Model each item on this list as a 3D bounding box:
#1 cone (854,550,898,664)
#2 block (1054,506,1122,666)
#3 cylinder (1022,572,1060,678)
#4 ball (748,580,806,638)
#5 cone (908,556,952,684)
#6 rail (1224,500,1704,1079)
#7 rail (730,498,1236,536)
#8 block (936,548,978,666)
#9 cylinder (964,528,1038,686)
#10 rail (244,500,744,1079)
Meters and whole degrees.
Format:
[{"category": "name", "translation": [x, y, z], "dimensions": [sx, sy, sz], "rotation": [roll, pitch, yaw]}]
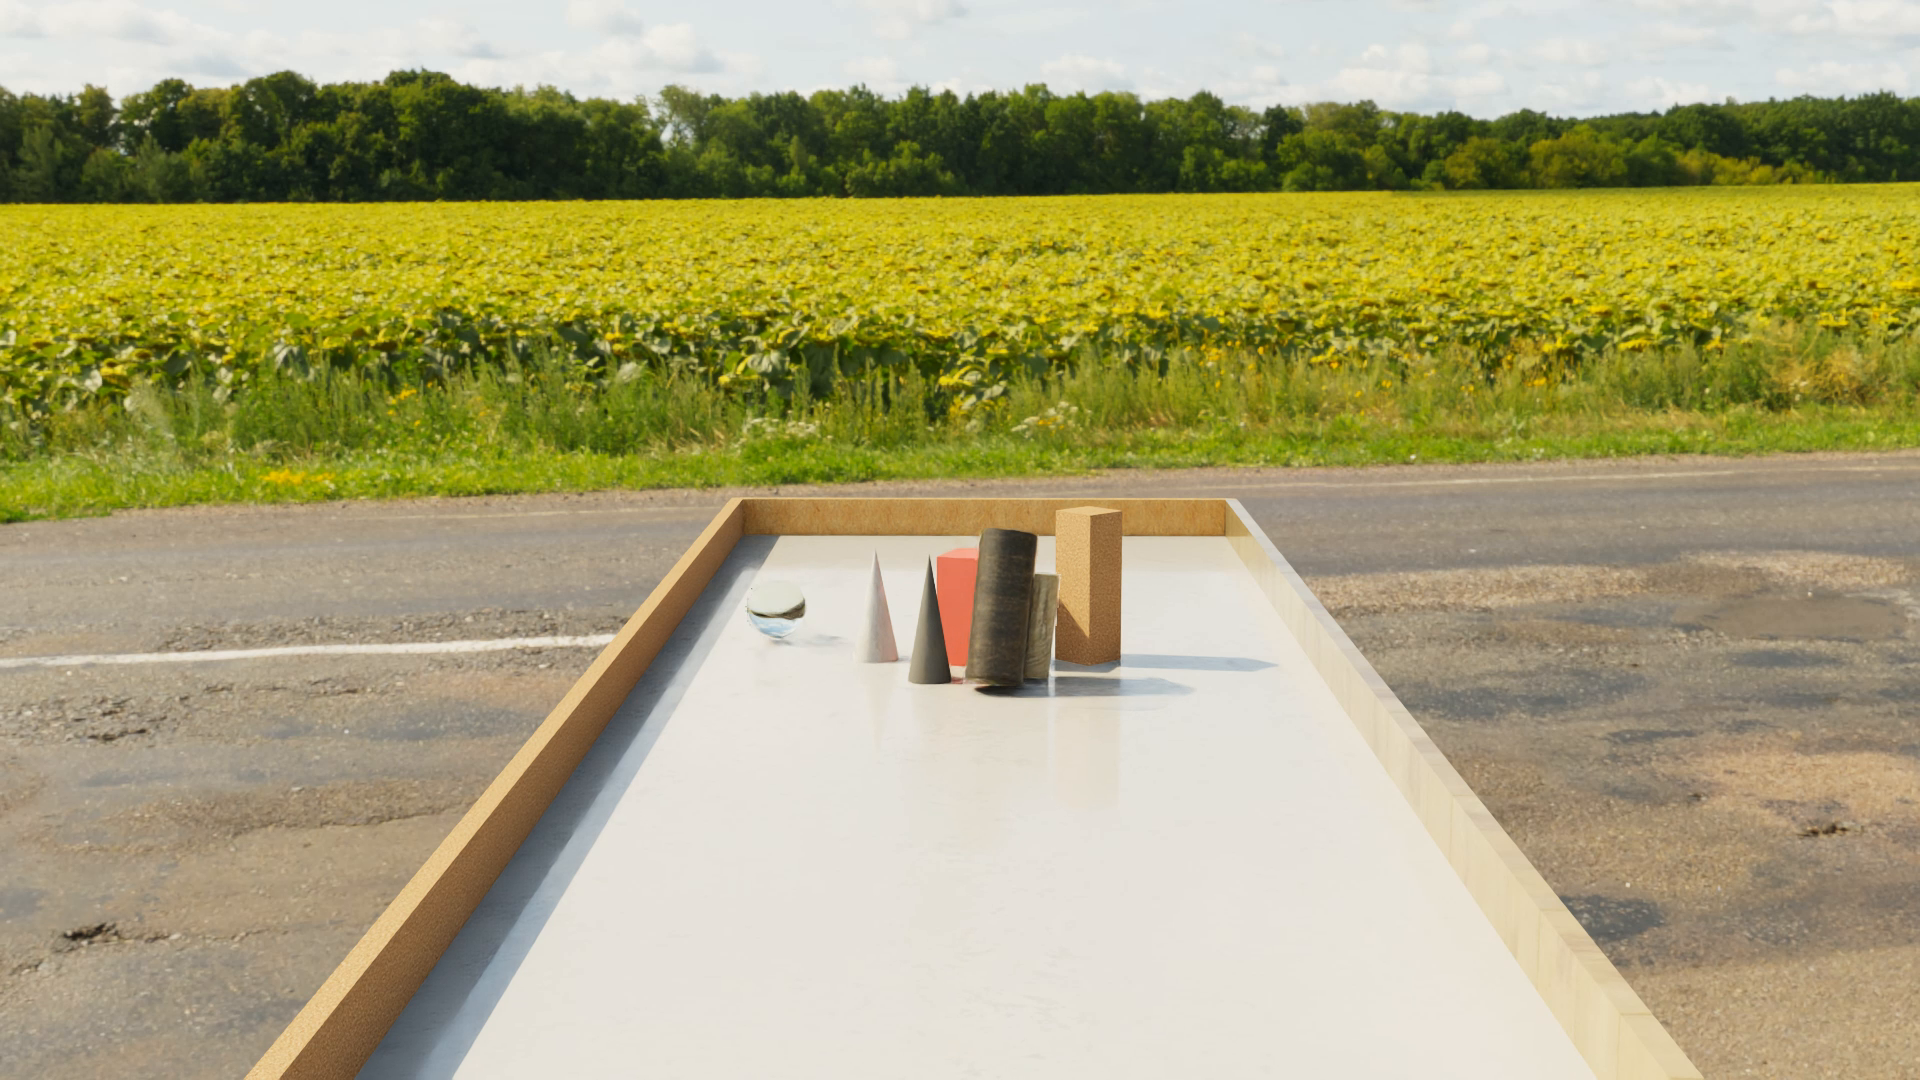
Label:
[{"category": "cone", "translation": [-0.257, 0.192, 6.698], "dimensions": [0.142, 0.344, 0.142], "rotation": [0, 9, 0]}, {"category": "block", "translation": [0.390, 0.137, 6.680], "dimensions": [0.142, 0.458, 0.142], "rotation": [-8, 12, -43]}, {"category": "cylinder", "translation": [0.215, 0.249, 6.425], "dimensions": [0.118, 0.301, 0.118], "rotation": [6, 1, 0]}, {"category": "ball", "translation": [-0.581, 0.218, 6.993], "dimensions": [0.185, 0.185, 0.185], "rotation": [0, 9, 0]}, {"category": "cone", "translation": [-0.088, 0.224, 6.397], "dimensions": [0.129, 0.375, 0.129], "rotation": [0, 9, 0]}, {"category": "rail", "translation": [1.046, 0.843, 3.208], "dimensions": [0.050, 0.150, 12.000], "rotation": [0, 9, 1]}, {"category": "rail", "translation": [0.099, -0.098, 9.147], "dimensions": [2.100, 0.150, 0.050], "rotation": [0, 9, 1]}, {"category": "block", "translation": [0.043, 0.205, 6.662], "dimensions": [0.174, 0.330, 0.174], "rotation": [4, 10, 21]}, {"category": "cylinder", "translation": [0.119, 0.195, 6.309], "dimensions": [0.165, 0.431, 0.165], "rotation": [6, -8, 1]}, {"category": "rail", "translation": [-1.004, 0.839, 3.234], "dimensions": [0.050, 0.150, 12.000], "rotation": [0, 9, 1]}]
